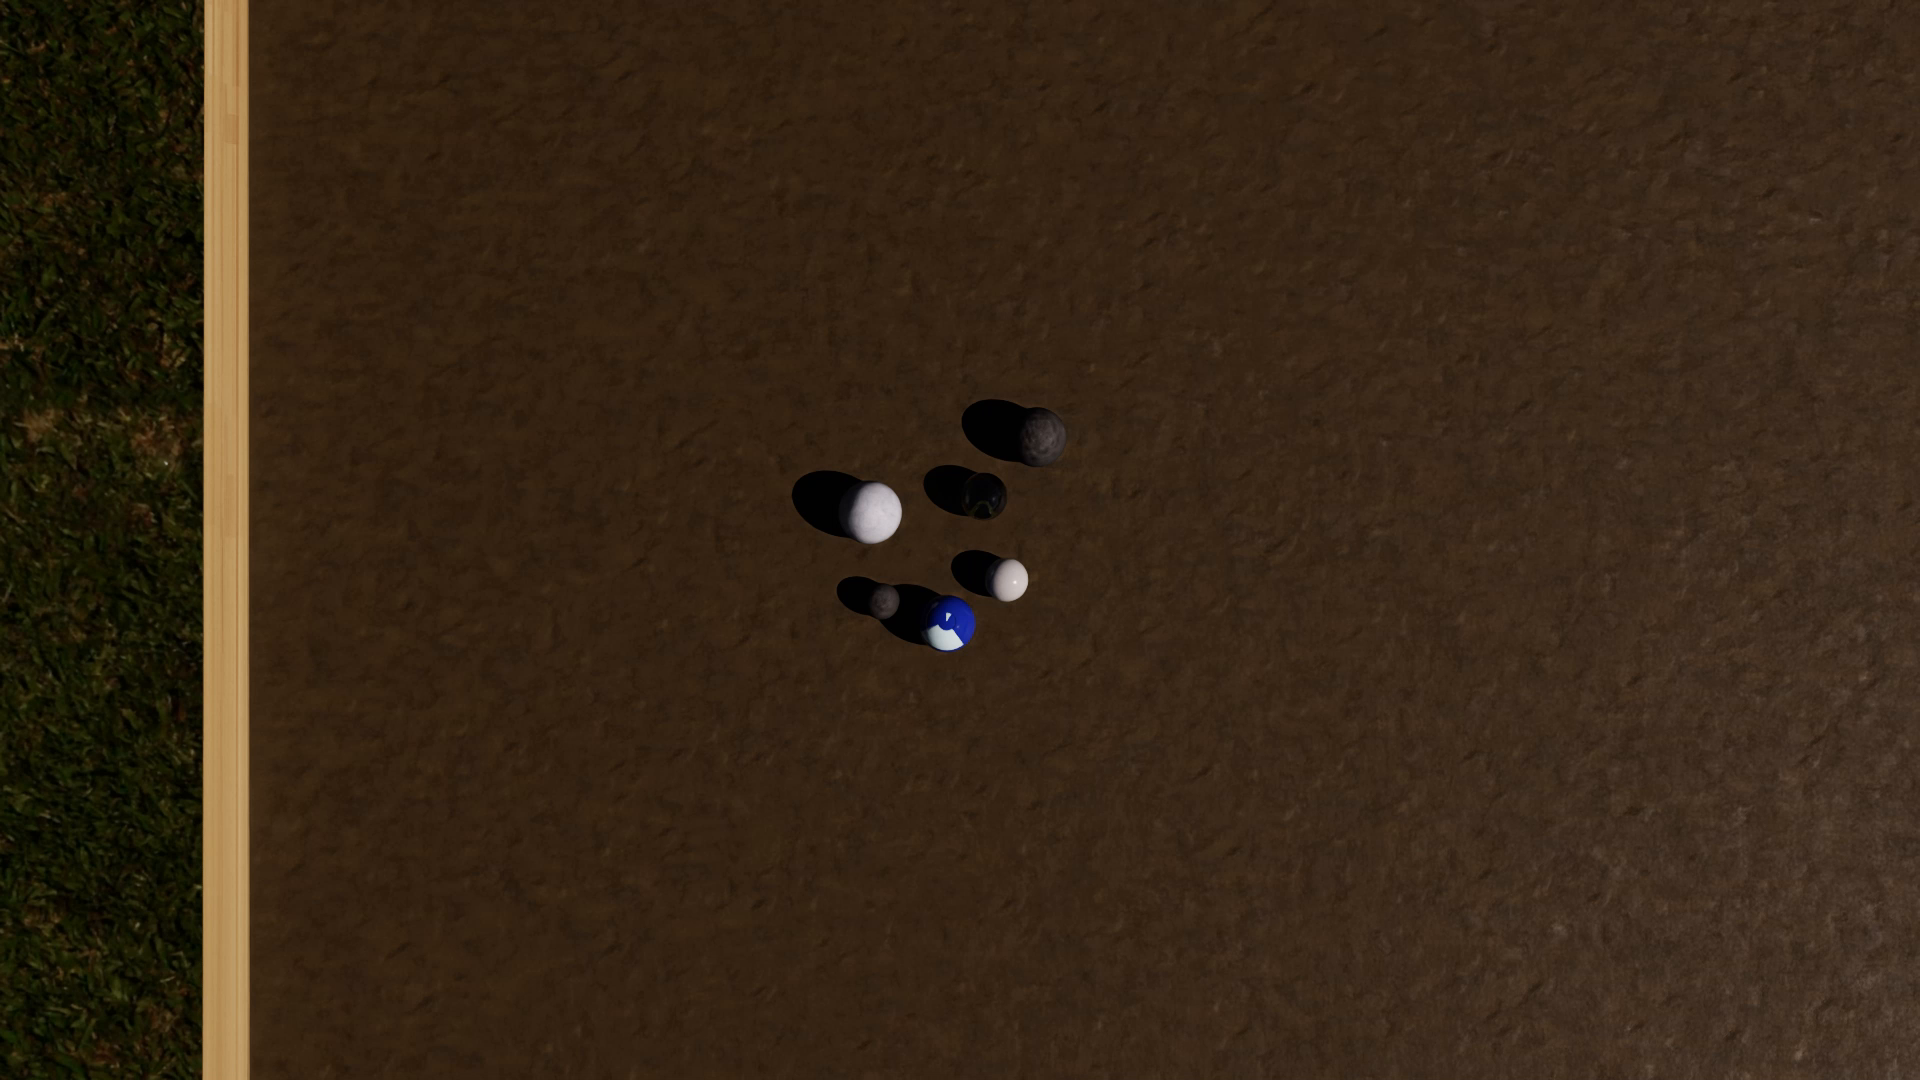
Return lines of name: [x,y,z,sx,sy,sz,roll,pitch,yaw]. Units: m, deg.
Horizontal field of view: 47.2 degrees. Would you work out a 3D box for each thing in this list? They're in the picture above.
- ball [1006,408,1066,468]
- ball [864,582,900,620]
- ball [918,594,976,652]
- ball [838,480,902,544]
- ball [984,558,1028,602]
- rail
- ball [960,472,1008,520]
ball: [0.114,-0.152,3.262,0.089,0.089,0.089,0,84,0]
ball: [-0.116,0.090,3.252,0.055,0.055,0.055,0,84,0]
ball: [-0.020,0.123,3.233,0.085,0.085,0.085,0,84,0]
ball: [-0.133,-0.041,3.246,0.095,0.095,0.095,0,84,0]
ball: [0.069,0.059,3.250,0.065,0.065,0.065,0,84,0]
rail: [-1.065,0.036,3.222,0.045,0.123,2.431,-2,84,0]
ball: [0.036,-0.064,3.260,0.072,0.072,0.072,0,84,0]
